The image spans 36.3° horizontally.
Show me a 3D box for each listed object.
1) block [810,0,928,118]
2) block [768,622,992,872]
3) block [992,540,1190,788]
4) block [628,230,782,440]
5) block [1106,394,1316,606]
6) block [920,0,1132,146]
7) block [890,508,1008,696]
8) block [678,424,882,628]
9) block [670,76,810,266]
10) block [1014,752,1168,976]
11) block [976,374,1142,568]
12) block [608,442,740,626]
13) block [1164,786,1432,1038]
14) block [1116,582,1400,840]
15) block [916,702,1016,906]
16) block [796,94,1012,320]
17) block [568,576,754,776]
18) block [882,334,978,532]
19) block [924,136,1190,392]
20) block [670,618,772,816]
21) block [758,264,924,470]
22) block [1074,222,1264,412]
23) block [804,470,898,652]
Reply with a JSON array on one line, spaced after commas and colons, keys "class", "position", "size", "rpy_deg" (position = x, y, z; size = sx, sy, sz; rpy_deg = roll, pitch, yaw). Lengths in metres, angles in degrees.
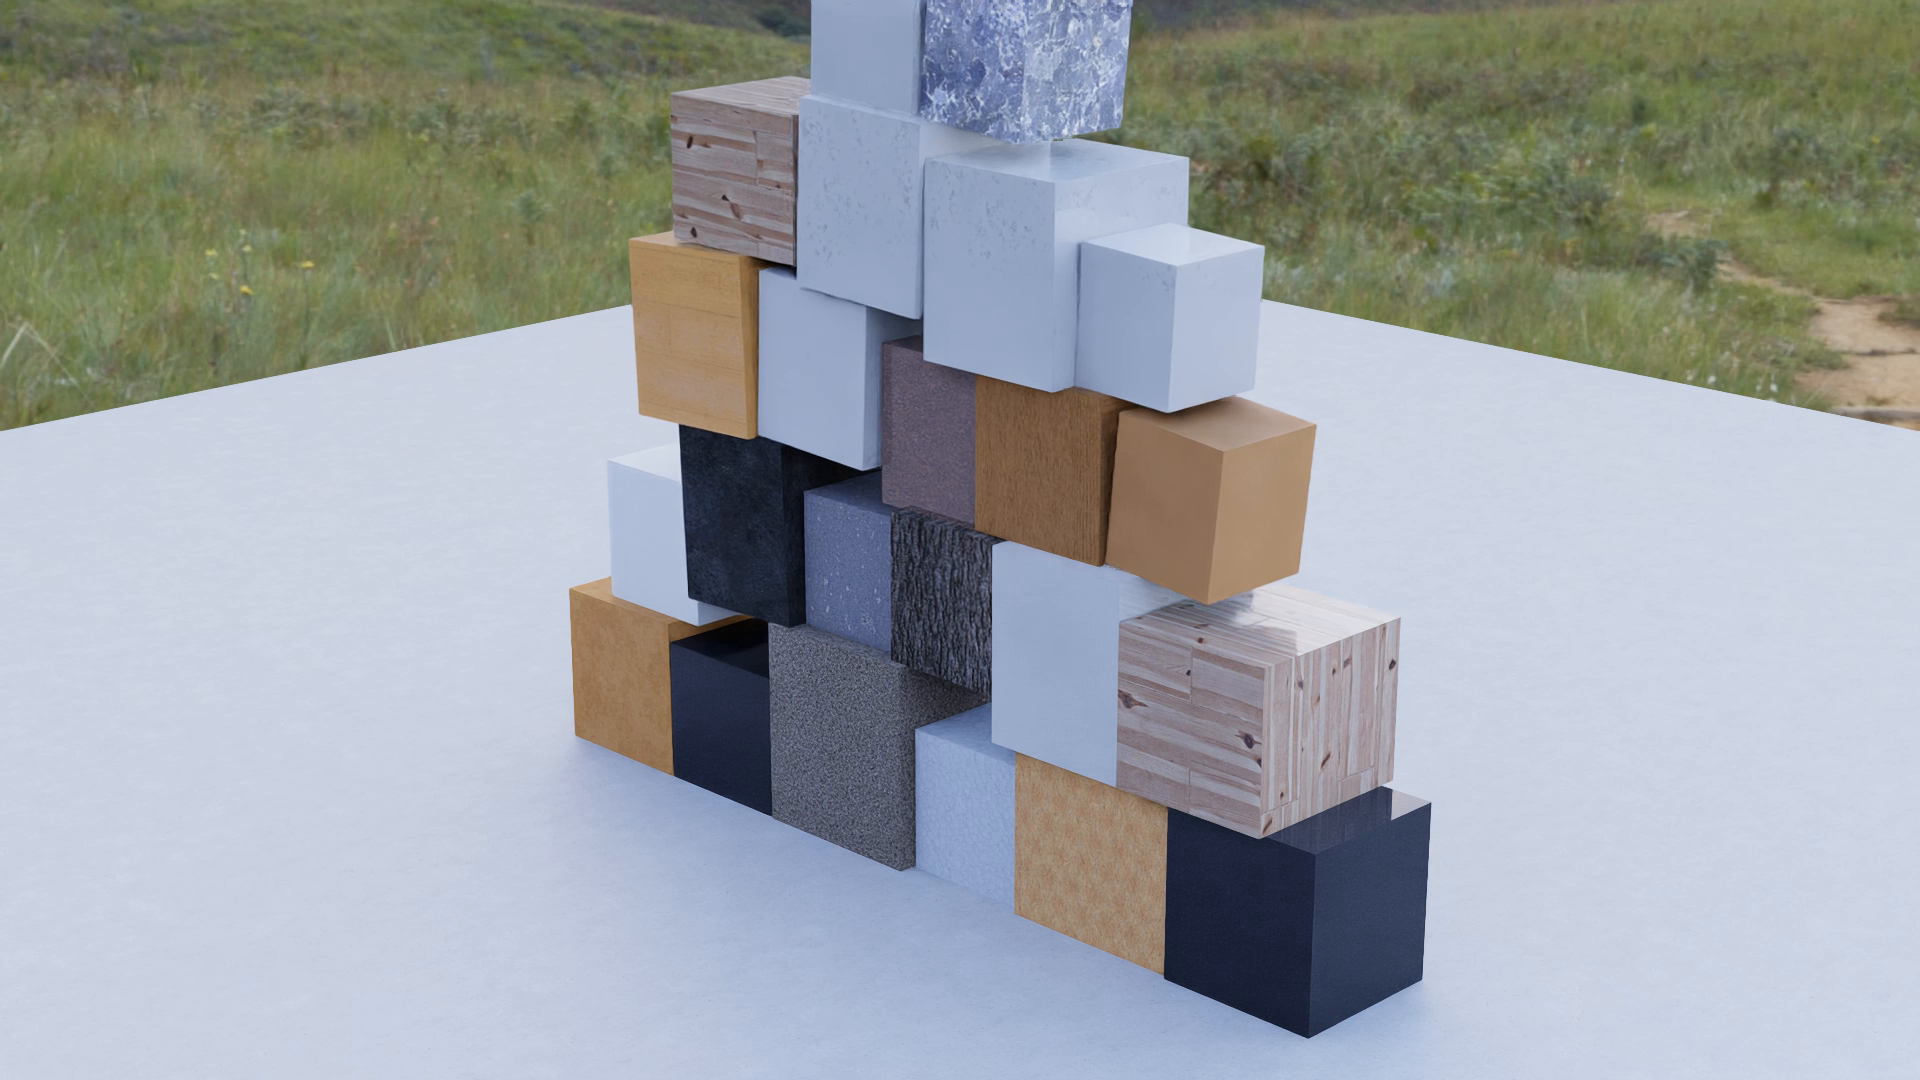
[{"class": "block", "position": [-0.180, -2.288, 12.798], "size": [0.684, 0.713, 0.636], "rpy_deg": [-17, 27, -42]}, {"class": "block", "position": [-0.287, 0.868, 13.927], "size": [0.848, 0.994, 0.890], "rpy_deg": [-17, 24, -42]}, {"class": "block", "position": [0.707, 0.440, 12.751], "size": [0.871, 0.905, 0.735], "rpy_deg": [-17, 24, -42]}, {"class": "block", "position": [-0.963, -1.041, 14.047], "size": [0.890, 0.856, 0.799], "rpy_deg": [-17, 22, -42]}, {"class": "block", "position": [1.039, -0.193, 12.183], "size": [0.591, 0.664, 0.565], "rpy_deg": [-17, 30, -42]}, {"class": "block", "position": [0.280, -2.081, 12.405], "size": [0.633, 0.631, 0.587], "rpy_deg": [-17, 30, -42]}, {"class": "block", "position": [0.183, 0.208, 13.193], "size": [0.713, 0.709, 0.686], "rpy_deg": [-17, 24, -42]}, {"class": "block", "position": [-0.789, -0.162, 14.113], "size": [0.797, 0.880, 0.732], "rpy_deg": [-17, 22, -42]}, {"class": "block", "position": [-0.780, -1.729, 13.616], "size": [0.836, 0.682, 0.748], "rpy_deg": [17, 24, 42]}, {"class": "block", "position": [0.836, 1.292, 12.894], "size": [0.787, 0.804, 0.893], "rpy_deg": [-17, 24, -42]}, {"class": "block", "position": [0.564, -0.383, 12.646], "size": [0.678, 0.728, 0.728], "rpy_deg": [-17, 24, -42]}, {"class": "block", "position": [-1.279, -0.060, 14.678], "size": [0.672, 0.713, 0.672], "rpy_deg": [-17, 24, -42]}, {"class": "block", "position": [1.411, 1.474, 12.301], "size": [0.771, 0.811, 0.778], "rpy_deg": [-17, 24, -42]}, {"class": "block", "position": [1.244, 0.680, 12.256], "size": [0.889, 0.730, 0.775], "rpy_deg": [-17, 24, -42]}, {"class": "block", "position": [0.266, 1.186, 13.436], "size": [0.659, 0.680, 0.670], "rpy_deg": [-17, 24, -42]}, {"class": "block", "position": [-0.159, -1.532, 13.004], "size": [0.819, 0.847, 0.760], "rpy_deg": [-17, 27, -42]}, {"class": "block", "position": [-1.425, 0.625, 15.022], "size": [0.804, 0.801, 0.787], "rpy_deg": [-17, 24, -42]}, {"class": "block", "position": [0.075, -0.518, 13.083], "size": [0.590, 0.739, 0.606], "rpy_deg": [-17, 24, -42]}, {"class": "block", "position": [0.409, -1.201, 12.561], "size": [0.763, 0.878, 0.831], "rpy_deg": [17, 24, 42]}, {"class": "block", "position": [-0.874, 0.831, 14.521], "size": [0.816, 0.707, 0.736], "rpy_deg": [-17, 24, -42]}, {"class": "block", "position": [-0.405, -0.851, 13.507], "size": [0.767, 0.786, 0.711], "rpy_deg": [-17, 27, -42]}, {"class": "block", "position": [0.867, -0.930, 12.160], "size": [0.550, 0.614, 0.518], "rpy_deg": [-17, 27, -42]}, {"class": "block", "position": [-0.297, 0.092, 13.653], "size": [0.569, 0.649, 0.638], "rpy_deg": [-17, 24, -42]}]
